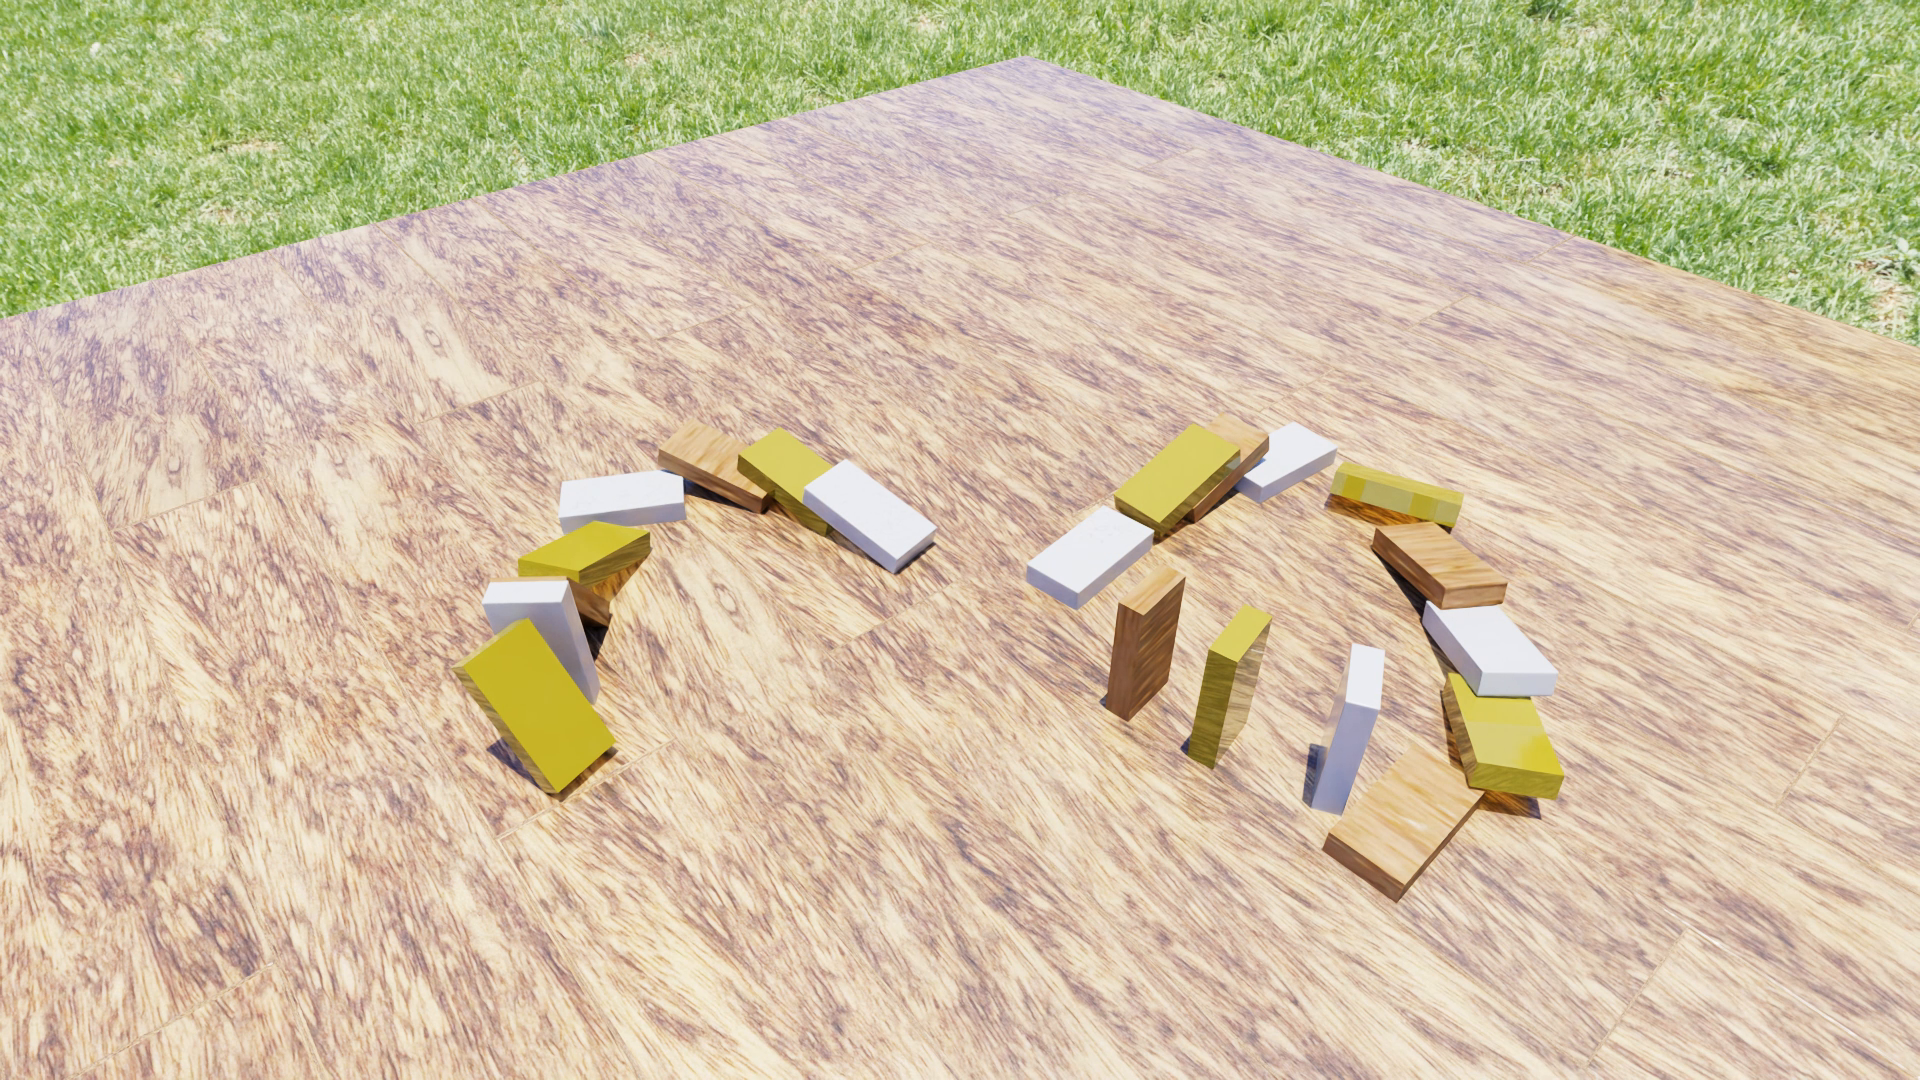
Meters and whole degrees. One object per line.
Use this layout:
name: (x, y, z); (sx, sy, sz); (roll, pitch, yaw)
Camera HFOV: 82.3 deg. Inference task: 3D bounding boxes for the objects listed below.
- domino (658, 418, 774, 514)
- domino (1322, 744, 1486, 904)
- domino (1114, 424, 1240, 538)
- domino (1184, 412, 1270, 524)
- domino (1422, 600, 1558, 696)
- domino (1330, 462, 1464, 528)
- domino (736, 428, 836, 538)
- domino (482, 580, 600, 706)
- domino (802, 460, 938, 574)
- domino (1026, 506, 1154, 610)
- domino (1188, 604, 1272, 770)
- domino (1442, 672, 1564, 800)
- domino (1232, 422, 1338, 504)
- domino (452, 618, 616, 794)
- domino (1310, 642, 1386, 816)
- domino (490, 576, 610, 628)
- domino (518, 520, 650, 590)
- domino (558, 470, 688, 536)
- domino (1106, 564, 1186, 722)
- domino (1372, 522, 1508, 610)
domino: (-0.101, -0.032, 0.473); (0.050, 0.010, 0.025); (25, 44, 7)
domino: (0.137, 0.086, 0.339); (0.050, 0.010, 0.025); (-31, 48, -32)
domino: (0.091, -0.025, 0.458); (0.050, 0.010, 0.025); (-41, 52, -17)
domino: (0.107, -0.032, 0.471); (0.050, 0.010, 0.025); (-42, 53, -18)
domino: (0.186, 0.037, 0.388); (0.025, 0.009, 0.050); (0, 25, 0)
domino: (0.183, -0.020, 0.461); (0.050, 0.009, 0.025); (19, 21, 21)
domino: (-0.067, -0.025, 0.463); (0.050, 0.010, 0.025); (37, 50, 15)
domino: (-0.139, 0.035, 0.368); (0.025, 0.050, 0.009); (-1, 41, -1)
domino: (-0.037, -0.010, 0.446); (0.050, 0.010, 0.025); (37, 50, 17)
domino: (0.052, 0.006, 0.436); (0.025, 0.010, 0.050); (30, 48, 31)
domino: (0.086, 0.048, 0.353); (0.009, 0.050, 0.025); (25, 46, 28)
domino: (0.176, 0.063, 0.358); (0.025, 0.010, 0.050); (8, 28, 9)
domino: (0.140, -0.035, 0.486); (0.050, 0.010, 0.025); (-25, 46, -28)
domino: (-0.135, 0.053, 0.349); (0.010, 0.050, 0.025); (-11, 25, 44)
domino: (0.119, 0.059, 0.339); (0.010, 0.050, 0.025); (13, 41, 15)
domino: (-0.143, 0.023, 0.387); (0.025, 0.050, 0.009); (-1, 77, -1)
domino: (-0.143, 0.006, 0.422); (0.025, 0.009, 0.050); (10, 19, 12)
domino: (-0.142, -0.017, 0.464); (0.050, 0.010, 0.025); (-8, 40, -9)
domino: (0.062, 0.035, 0.369); (0.010, 0.050, 0.025); (29, 47, 30)
domino: (0.184, 0.009, 0.424); (0.025, 0.009, 0.050); (-5, 28, -9)
